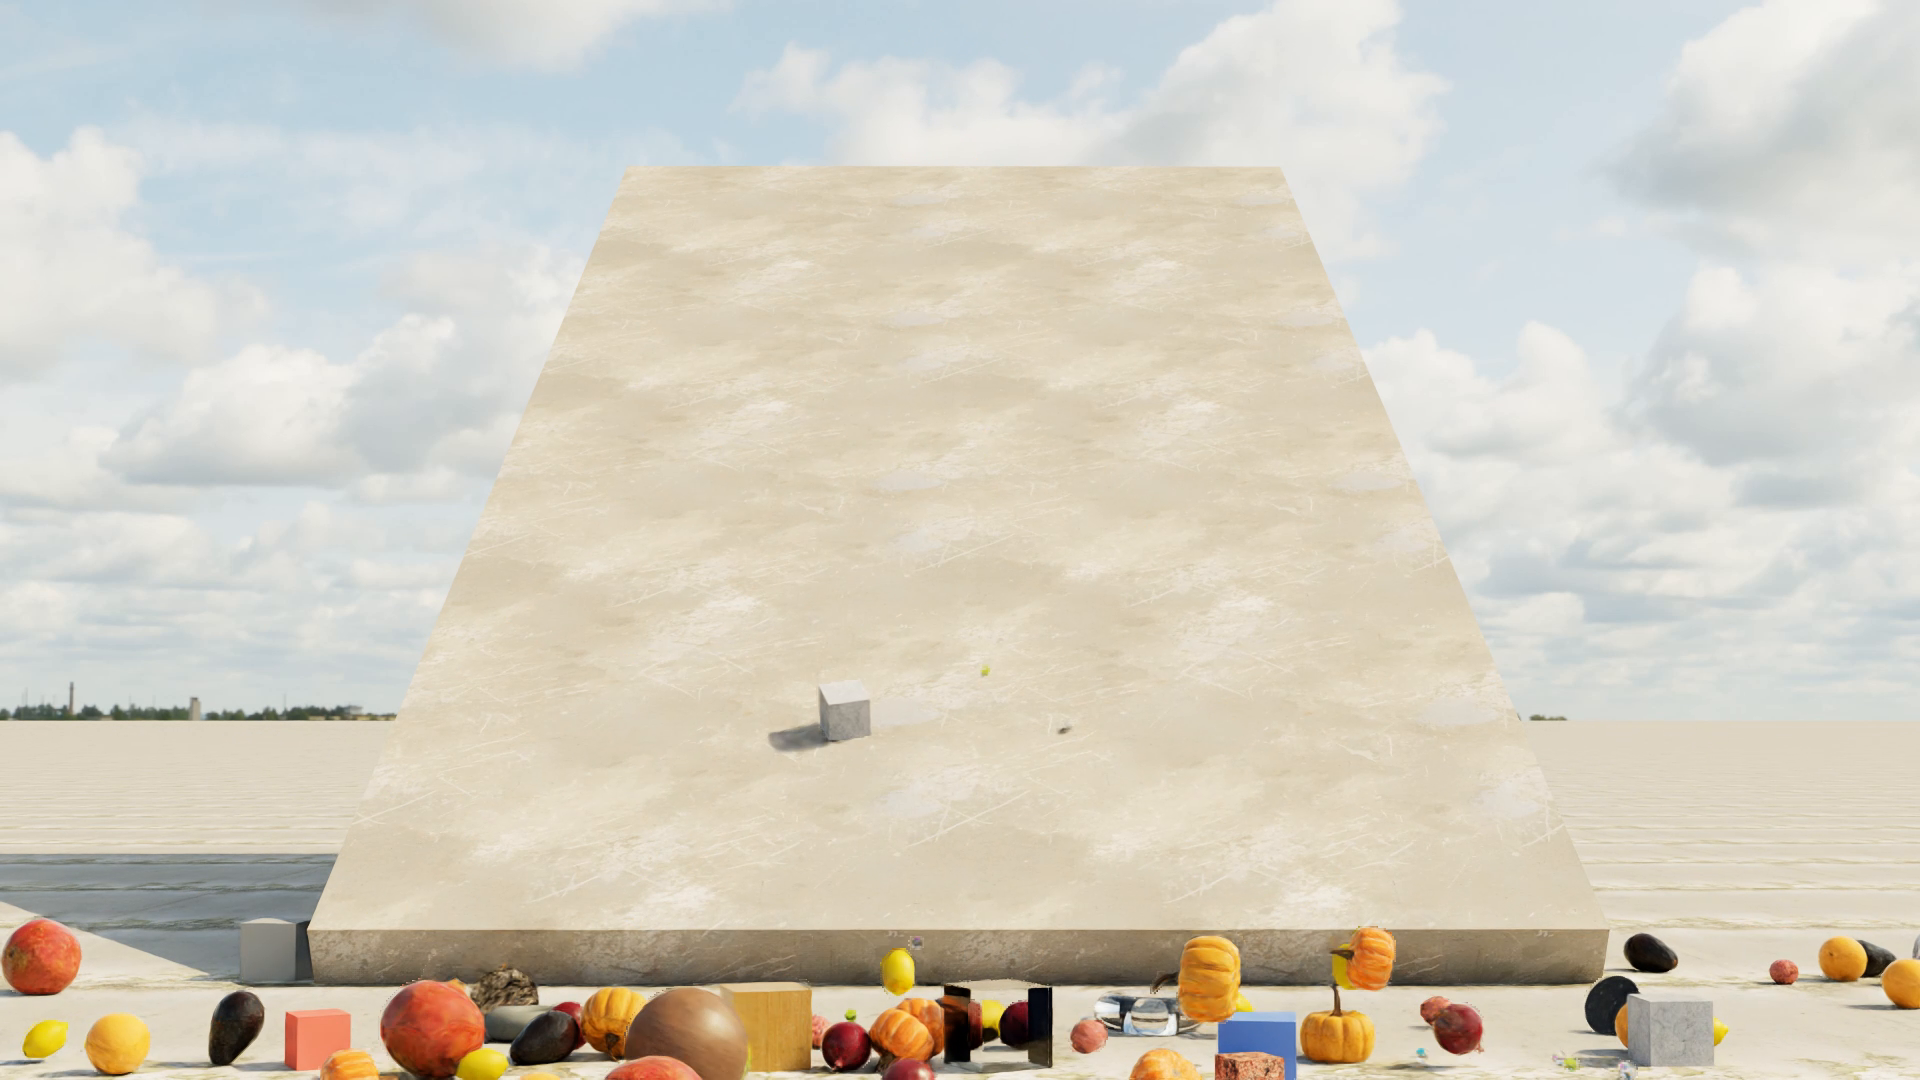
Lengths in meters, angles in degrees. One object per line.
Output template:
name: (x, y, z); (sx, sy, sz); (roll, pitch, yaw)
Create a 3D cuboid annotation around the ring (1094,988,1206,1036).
ring: (0.251, 0.624, 3.111); (0.147, 0.049, 0.147); (1, -5, 0)

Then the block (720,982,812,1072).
block: (-0.232, 0.578, 2.798); (0.092, 0.092, 0.092); (1, -4, -16)

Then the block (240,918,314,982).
block: (-1.078, 0.648, 3.727); (0.090, 0.090, 0.090); (0, -4, 6)

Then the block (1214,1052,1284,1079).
block: (0.307, 0.575, 2.496); (0.054, 0.054, 0.054); (2, -5, -22)

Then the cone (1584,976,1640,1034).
cone: (0.880, 0.629, 3.104); (0.081, 0.081, 0.081); (-5, -33, 47)

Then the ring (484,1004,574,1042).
ring: (-0.555, 0.623, 3.034); (0.115, 0.038, 0.115); (1, -5, 0)

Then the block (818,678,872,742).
block: (-0.203, 0.300, 4.142); (0.075, 0.075, 0.075); (-7, 27, -15)

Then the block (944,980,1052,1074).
block: (0.045, 0.577, 2.796); (0.095, 0.095, 0.095); (2, -5, -29)

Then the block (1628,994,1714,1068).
block: (0.853, 0.588, 2.826); (0.077, 0.077, 0.077); (0, -4, -4)

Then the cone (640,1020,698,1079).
cone: (-0.330, 0.579, 2.668); (0.071, 0.071, 0.071); (0, -4, 0)

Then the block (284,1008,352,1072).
block: (-0.762, 0.593, 2.794); (0.062, 0.062, 0.062); (2, -5, -29)

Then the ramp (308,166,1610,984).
ramp: (-0.010, -0.229, 5.435); (2.000, 0.100, 4.000); (0, 26, 0)

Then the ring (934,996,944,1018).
ring: (0.001, 0.645, 3.250); (0.078, 0.026, 0.078); (1, -5, 0)

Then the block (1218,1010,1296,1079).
block: (0.328, 0.567, 2.594); (0.084, 0.084, 0.084); (-1, -4, 8)

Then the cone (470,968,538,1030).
cone: (-0.606, 0.629, 3.133); (0.090, 0.090, 0.090); (1, -31, -9)
